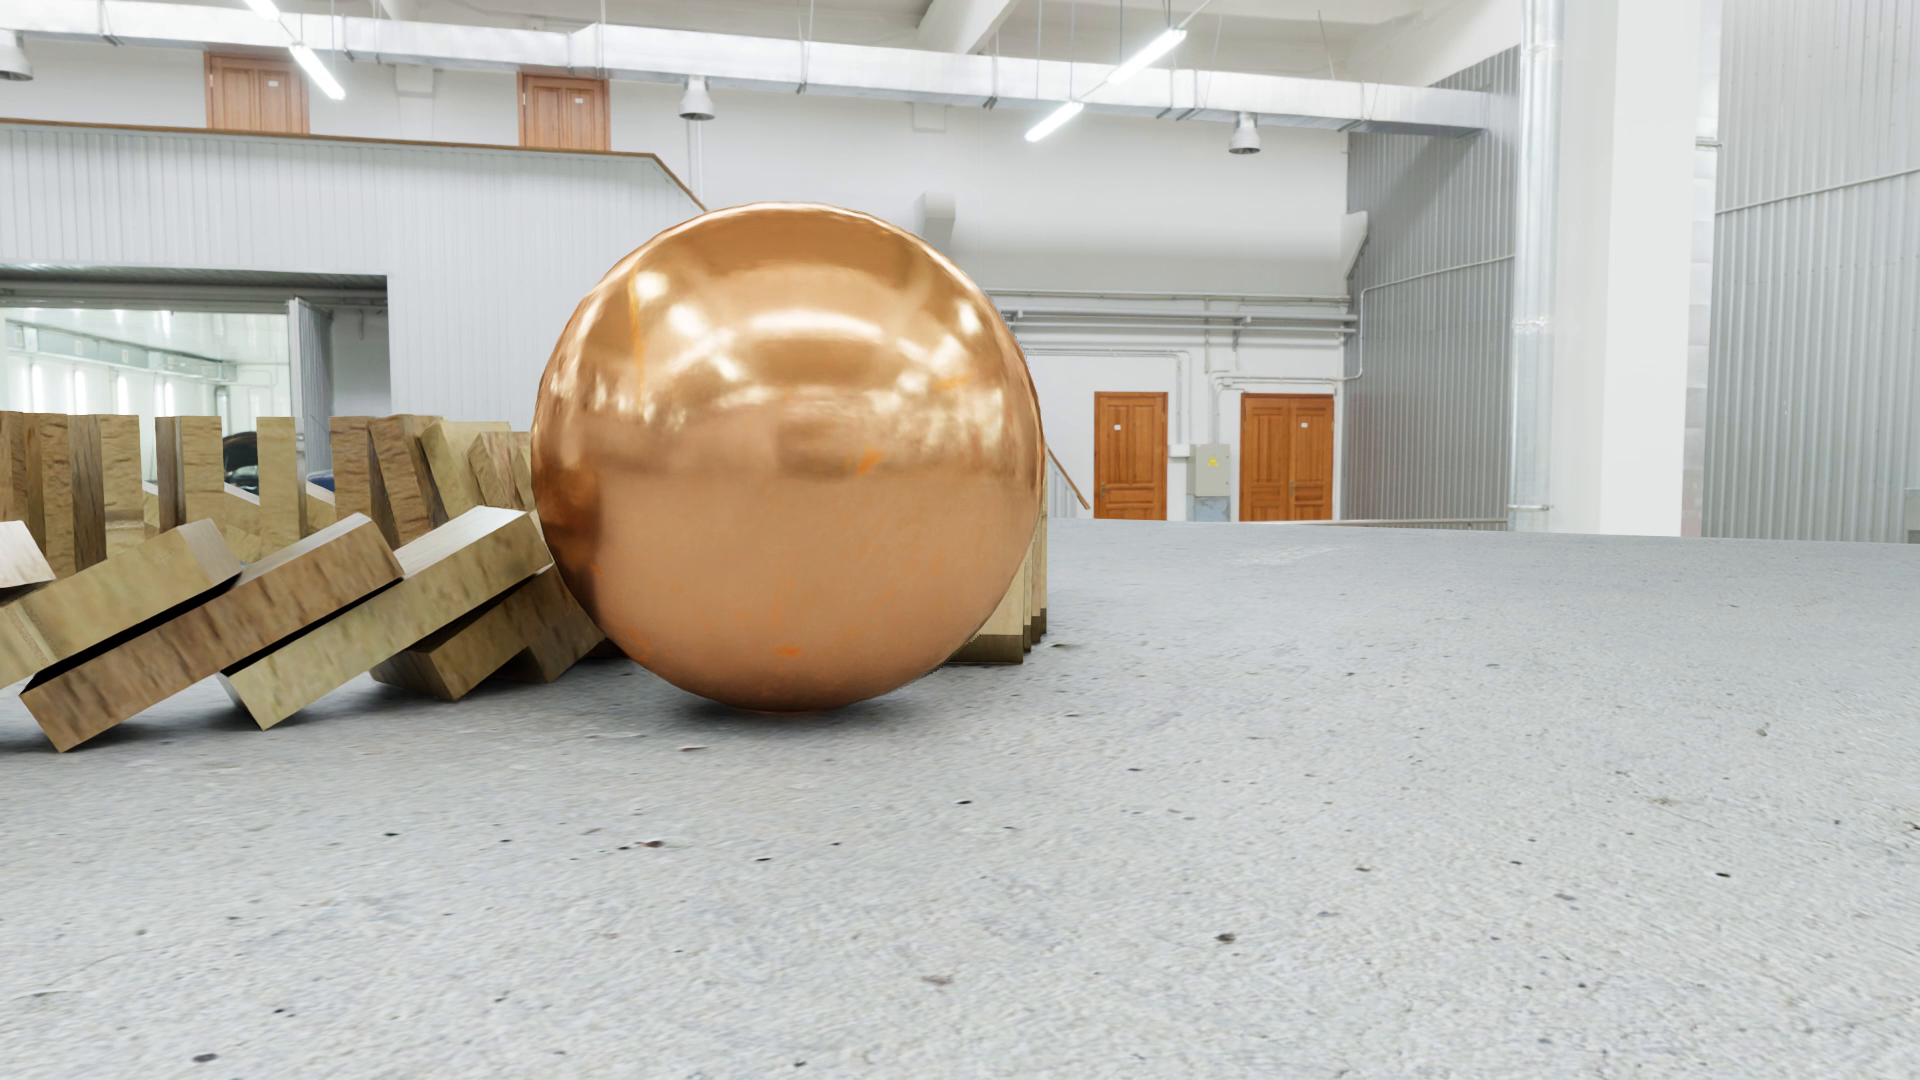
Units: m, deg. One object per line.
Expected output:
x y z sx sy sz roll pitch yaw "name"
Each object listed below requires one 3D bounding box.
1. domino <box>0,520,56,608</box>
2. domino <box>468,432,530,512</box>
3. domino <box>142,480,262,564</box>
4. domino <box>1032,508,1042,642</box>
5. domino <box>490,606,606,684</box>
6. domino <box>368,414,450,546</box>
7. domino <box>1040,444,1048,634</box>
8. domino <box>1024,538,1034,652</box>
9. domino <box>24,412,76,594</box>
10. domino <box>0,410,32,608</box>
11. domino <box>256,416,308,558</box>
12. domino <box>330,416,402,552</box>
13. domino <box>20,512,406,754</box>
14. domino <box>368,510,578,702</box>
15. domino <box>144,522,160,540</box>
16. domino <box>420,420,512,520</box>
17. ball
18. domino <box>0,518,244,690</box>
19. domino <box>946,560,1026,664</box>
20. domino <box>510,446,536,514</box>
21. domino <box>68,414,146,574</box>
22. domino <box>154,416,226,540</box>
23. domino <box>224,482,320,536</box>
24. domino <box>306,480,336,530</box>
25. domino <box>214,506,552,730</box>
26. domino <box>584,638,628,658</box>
-0.154 0.014 0.171 0.050 0.009 0.025 -28 5 -1 "domino"
-0.119 -0.008 0.365 0.025 0.050 0.009 -5 -30 -48 "domino"
-0.258 -0.005 0.436 0.050 0.009 0.025 26 -5 -20 "domino"
0.006 0.000 0.288 0.025 0.050 0.010 0 -40 4 "domino"
-0.072 0.008 0.250 0.025 0.009 0.050 3 32 33 "domino"
-0.155 -0.011 0.374 0.009 0.050 0.025 -14 3 6 "domino"
0.008 -0.001 0.301 0.025 0.050 0.009 0 -40 4 "domino"
0.003 0.001 0.275 0.025 0.050 0.009 0 -40 4 "domino"
-0.233 -0.006 0.314 0.025 0.050 0.009 0 4 1 "domino"
-0.228 -0.004 0.292 0.025 0.050 0.009 -2 5 -20 "domino"
-0.193 -0.010 0.367 0.009 0.050 0.025 -2 5 -22 "domino"
-0.172 -0.011 0.373 0.009 0.050 0.025 -2 4 -6 "domino"
-0.113 0.012 0.196 0.050 0.009 0.025 -32 19 -24 "domino"
-0.081 0.008 0.232 0.025 0.009 0.050 5 35 36 "domino"
-0.276 -0.005 0.419 0.050 0.010 0.025 30 -15 -34 "domino"
-0.136 -0.010 0.373 0.009 0.050 0.025 -28 -10 28 "domino"
-0.026 -0.013 0.204 0.080 0.080 0.080 0 4 0 "ball"
-0.132 0.013 0.183 0.050 0.010 0.025 -30 14 -16 "domino"
0.001 0.002 0.262 0.025 0.050 0.010 0 -40 4 "domino"
-0.103 -0.005 0.353 0.025 0.009 0.050 -4 50 -39 "domino"
-0.226 -0.008 0.336 0.025 0.050 0.010 2 5 29 "domino"
-0.212 -0.009 0.354 0.025 0.050 0.010 4 6 44 "domino"
-0.238 -0.006 0.445 0.050 0.009 0.025 26 -4 -19 "domino"
-0.216 -0.007 0.455 0.050 0.010 0.025 26 0 -10 "domino"
-0.095 0.011 0.211 0.050 0.009 0.025 -35 24 -31 "domino"
-0.072 0.006 0.276 0.025 0.010 0.050 1 34 11 "domino"
